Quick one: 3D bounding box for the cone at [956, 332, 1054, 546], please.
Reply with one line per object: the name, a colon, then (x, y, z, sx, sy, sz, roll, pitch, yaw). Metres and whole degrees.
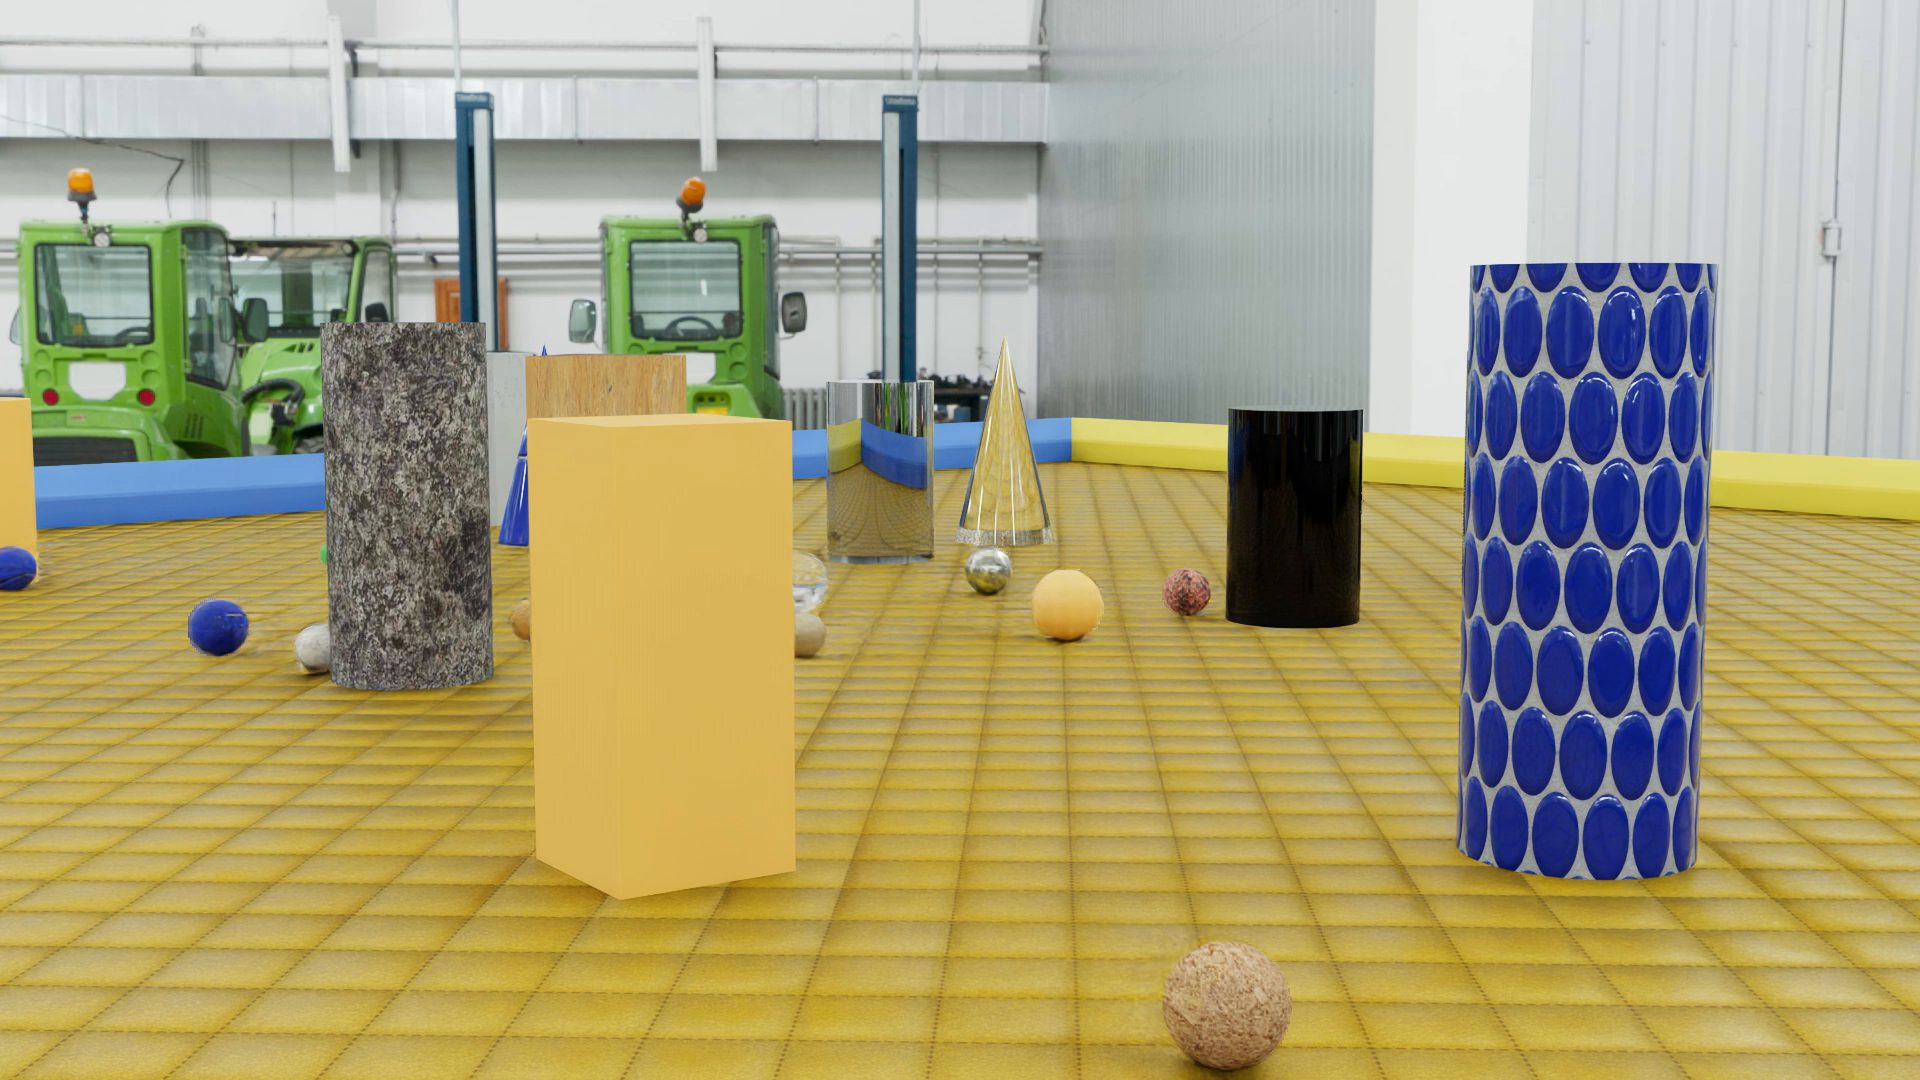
cone: (0.086, -0.198, 4.213, 0.192, 0.400, 0.192, 0, 6, 0)

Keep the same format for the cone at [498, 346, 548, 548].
cone: (-0.788, -0.184, 4.186, 0.192, 0.379, 0.192, 0, 6, 0)

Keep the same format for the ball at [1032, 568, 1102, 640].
ball: (0.144, 0.087, 2.961, 0.096, 0.096, 0.096, 0, 6, 0)

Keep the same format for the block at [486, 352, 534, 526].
block: (-0.993, -0.213, 4.584, 0.153, 0.352, 0.153, 2, 6, 20)

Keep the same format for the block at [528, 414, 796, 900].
block: (-0.237, 0.083, 1.748, 0.153, 0.357, 0.153, -4, 7, -34)

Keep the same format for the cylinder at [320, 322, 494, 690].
cylinder: (-0.664, -0.047, 2.646, 0.192, 0.428, 0.192, 0, 6, 0)

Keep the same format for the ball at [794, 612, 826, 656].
ball: (-0.200, 0.121, 2.822, 0.057, 0.057, 0.057, 0, 6, 0)

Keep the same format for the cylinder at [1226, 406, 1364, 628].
cylinder: (0.478, -0.037, 3.150, 0.192, 0.303, 0.192, 0, 6, 0)

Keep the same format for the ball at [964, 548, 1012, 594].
ball: (0.044, 0.048, 3.438, 0.073, 0.073, 0.073, 0, 6, 0)

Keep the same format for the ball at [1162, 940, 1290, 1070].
ball: (0.156, 0.273, 1.293, 0.074, 0.074, 0.074, 0, 6, 0)

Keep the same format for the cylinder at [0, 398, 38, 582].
cylinder: (-1.605, -0.079, 3.567, 0.192, 0.298, 0.192, 0, 6, 0)

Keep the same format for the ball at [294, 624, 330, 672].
ball: (-0.786, 0.132, 2.700, 0.060, 0.060, 0.060, 0, 6, 0)

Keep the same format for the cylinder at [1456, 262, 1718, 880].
cylinder: (0.507, 0.018, 1.789, 0.192, 0.479, 0.192, 0, 6, 0)

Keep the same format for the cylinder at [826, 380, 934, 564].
cylinder: (-0.142, -0.125, 3.919, 0.192, 0.316, 0.192, 0, 6, 0)

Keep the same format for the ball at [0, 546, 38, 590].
ball: (-1.498, 0.045, 3.478, 0.071, 0.071, 0.071, 0, 6, 0)

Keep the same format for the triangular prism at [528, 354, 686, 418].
triangular prism: (-0.393, -0.002, 2.378, 0.166, 0.395, 0.144, -2, 6, -21)

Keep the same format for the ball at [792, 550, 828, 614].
ball: (-0.239, 0.061, 3.215, 0.093, 0.093, 0.093, 0, 6, 0)

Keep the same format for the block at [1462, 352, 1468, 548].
block: (0.908, -0.119, 3.581, 0.153, 0.376, 0.153, 2, 6, 19)

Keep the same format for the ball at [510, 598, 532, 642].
ball: (-0.573, 0.107, 2.948, 0.058, 0.058, 0.058, 0, 6, 0)

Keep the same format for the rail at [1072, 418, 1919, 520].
rail: (1.729, -0.135, 4.918, 0.045, 0.125, 4.183, -6, 8, -42)

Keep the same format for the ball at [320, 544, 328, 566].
ball: (-1.070, 0.025, 3.770, 0.050, 0.050, 0.050, 0, 6, 0)

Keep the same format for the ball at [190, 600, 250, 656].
ball: (-0.953, 0.112, 2.830, 0.073, 0.073, 0.073, 0, 6, 0)

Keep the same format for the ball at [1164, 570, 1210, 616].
ball: (0.331, 0.076, 3.203, 0.067, 0.067, 0.067, 0, 6, 0)

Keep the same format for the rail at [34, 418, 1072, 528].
rail: (-1.402, -0.127, 4.844, 4.751, 0.125, 0.045, -6, 8, -42)
